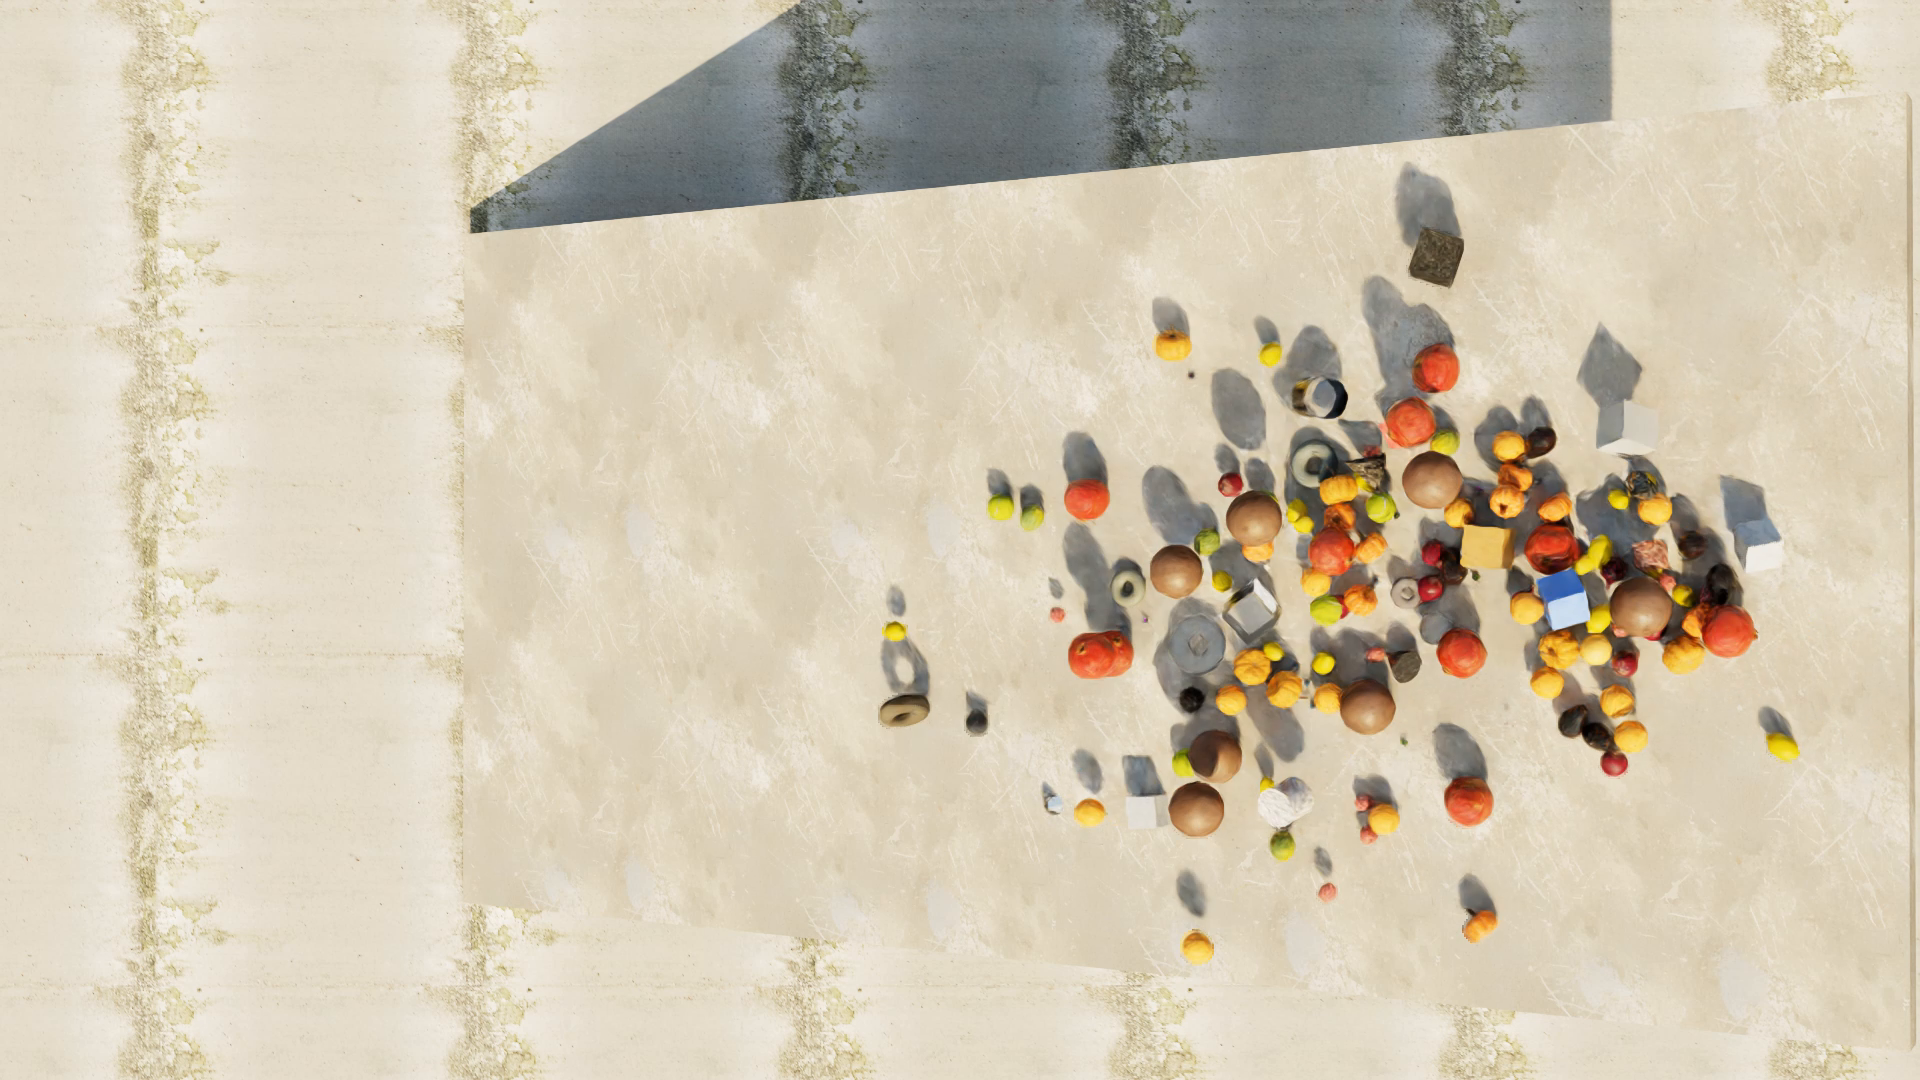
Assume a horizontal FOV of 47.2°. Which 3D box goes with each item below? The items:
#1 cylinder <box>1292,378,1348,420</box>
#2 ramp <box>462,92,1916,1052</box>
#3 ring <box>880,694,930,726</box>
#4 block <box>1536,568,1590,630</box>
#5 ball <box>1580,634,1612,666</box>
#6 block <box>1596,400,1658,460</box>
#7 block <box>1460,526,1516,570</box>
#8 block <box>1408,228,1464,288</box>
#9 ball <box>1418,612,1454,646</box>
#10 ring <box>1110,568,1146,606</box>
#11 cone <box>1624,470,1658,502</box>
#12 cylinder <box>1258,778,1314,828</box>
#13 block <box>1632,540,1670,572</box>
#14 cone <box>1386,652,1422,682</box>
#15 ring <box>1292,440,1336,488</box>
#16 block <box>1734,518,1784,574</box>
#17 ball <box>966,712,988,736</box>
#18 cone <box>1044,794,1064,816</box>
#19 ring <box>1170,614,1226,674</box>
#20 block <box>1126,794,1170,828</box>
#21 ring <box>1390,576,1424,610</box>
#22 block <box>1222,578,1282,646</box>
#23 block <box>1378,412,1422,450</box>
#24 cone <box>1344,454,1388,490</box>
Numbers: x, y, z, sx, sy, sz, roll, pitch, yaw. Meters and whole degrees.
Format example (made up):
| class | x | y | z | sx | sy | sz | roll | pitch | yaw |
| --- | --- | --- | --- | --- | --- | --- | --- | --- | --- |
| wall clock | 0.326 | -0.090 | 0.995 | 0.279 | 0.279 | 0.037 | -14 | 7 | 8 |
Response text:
| class | x | y | z | sx | sy | sz | roll | pitch | yaw |
| --- | --- | --- | --- | --- | --- | --- | --- | --- | --- |
| cylinder | 0.843 | -0.333 | 5.161 | 0.096 | 0.096 | 0.096 | -2 | 97 | -21 |
| ramp | 0.269 | 0.074 | 5.625 | 4.000 | 0.100 | 2.000 | 0 | 89 | 30 |
| ring | -0.143 | 0.444 | 5.710 | 0.135 | 0.135 | 0.045 | -14 | 62 | 0 |
| block | 1.321 | 0.130 | 4.813 | 0.084 | 0.084 | 0.084 | -17 | 126 | 6 |
| ball | 1.404 | 0.242 | 4.857 | 0.070 | 0.070 | 0.070 | 0 | 89 | 0 |
| block | 1.445 | -0.237 | 4.764 | 0.090 | 0.090 | 0.090 | 16 | 70 | -19 |
| block | 1.196 | 0.016 | 4.978 | 0.092 | 0.092 | 0.092 | 6 | 92 | 30 |
| block | 1.082 | -0.640 | 4.991 | 0.097 | 0.097 | 0.097 | 19 | 90 | 14 |
| ball | 1.092 | 0.204 | 5.045 | 0.078 | 0.078 | 0.078 | 0 | 89 | 0 |
| ring | 0.418 | 0.118 | 5.463 | 0.097 | 0.032 | 0.097 | -2 | 86 | 33 |
| cone | 1.450 | -0.106 | 4.715 | 0.071 | 0.071 | 0.071 | 12 | 113 | 29 |
| cylinder | 0.757 | 0.610 | 5.111 | 0.094 | 0.094 | 0.094 | 13 | 110 | 38 |
| block | 1.497 | 0.035 | 4.766 | 0.054 | 0.054 | 0.054 | -16 | 69 | 37 |
| cone | 1.015 | 0.278 | 5.113 | 0.081 | 0.081 | 0.081 | -13 | 119 | -25 |
| ring | 0.840 | -0.181 | 5.218 | 0.115 | 0.038 | 0.115 | 0 | 89 | 31 |
| block | 1.694 | 0.012 | 4.667 | 0.075 | 0.075 | 0.075 | -11 | 132 | 4 |
| ball | 0.044 | 0.472 | 5.659 | 0.060 | 0.060 | 0.060 | 0 | 89 | 0 |
| cone | 0.223 | 0.672 | 5.556 | 0.055 | 0.055 | 0.055 | 0 | 89 | 30 |
| ring | 0.580 | 0.255 | 5.358 | 0.147 | 0.049 | 0.147 | -1 | 88 | 30 |
| block | 0.462 | 0.667 | 5.406 | 0.077 | 0.077 | 0.077 | -6 | 87 | 30 |
| ring | 1.035 | 0.123 | 5.087 | 0.078 | 0.026 | 0.078 | -1 | 82 | 6 |
| block | 0.696 | 0.171 | 5.246 | 0.095 | 0.095 | 0.095 | -38 | 100 | 24 |
| block | 1.021 | -0.253 | 5.099 | 0.062 | 0.062 | 0.062 | -31 | 74 | 26 |
| cone | 0.935 | -0.170 | 5.108 | 0.090 | 0.090 | 0.090 | 15 | 89 | 4 |
